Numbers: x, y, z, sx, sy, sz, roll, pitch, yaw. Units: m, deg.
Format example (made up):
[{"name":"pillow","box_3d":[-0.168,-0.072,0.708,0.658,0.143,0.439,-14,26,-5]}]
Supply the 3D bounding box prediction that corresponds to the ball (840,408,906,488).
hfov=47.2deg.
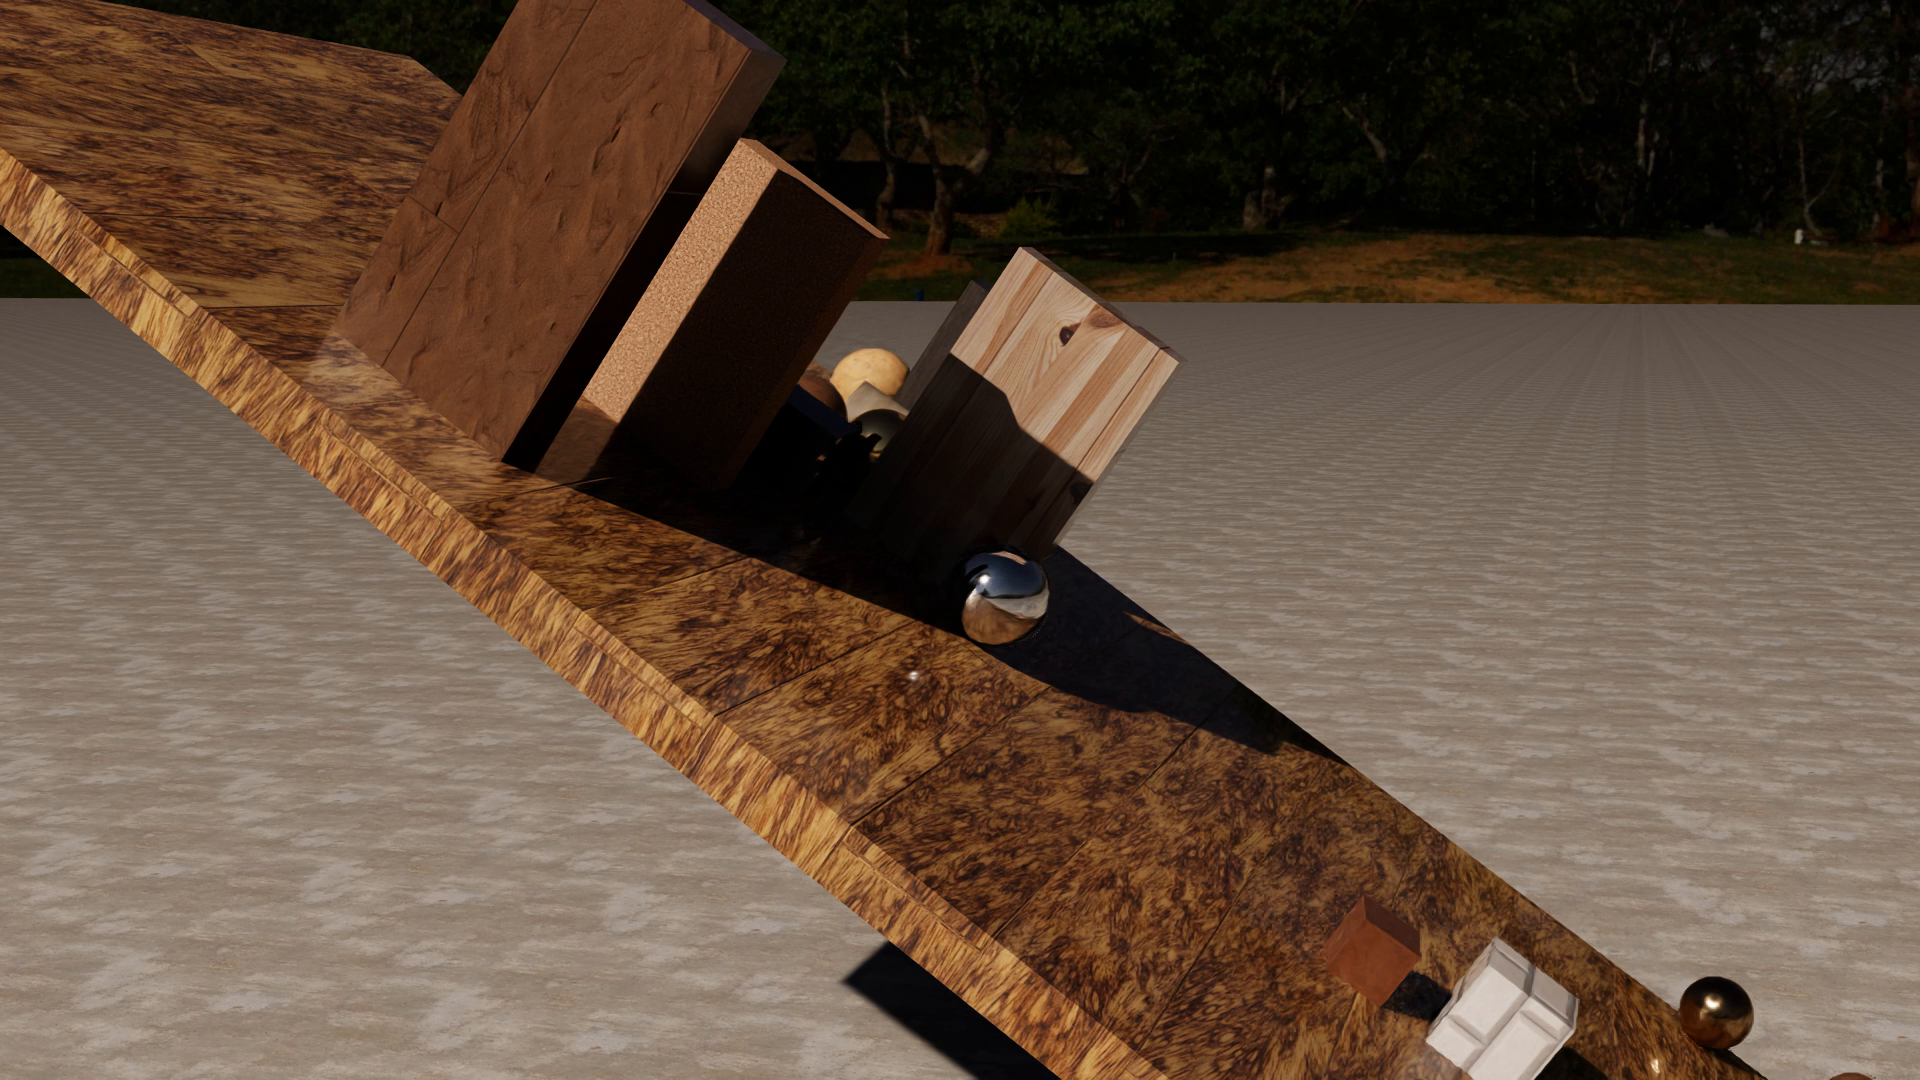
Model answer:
[{"name":"ball","box_3d":[-0.157,-0.178,4.413,0.173,0.173,0.173,0,7,0]}]

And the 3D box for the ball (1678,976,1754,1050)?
[{"name":"ball","box_3d":[1.583,0.990,4.603,0.150,0.150,0.150,0,7,0]}]

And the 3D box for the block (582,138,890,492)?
[{"name":"block","box_3d":[-0.406,-0.399,3.919,0.306,0.545,0.100,37,16,10]}]

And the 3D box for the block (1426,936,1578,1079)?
[{"name":"block","box_3d":[0.919,0.813,3.722,0.172,0.172,0.172,37,16,11]}]

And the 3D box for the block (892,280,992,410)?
[{"name":"block","box_3d":[0.062,-0.258,4.649,0.372,0.447,0.096,37,16,10]}]

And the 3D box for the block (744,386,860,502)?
[{"name":"block","box_3d":[-0.313,-0.185,4.215,0.151,0.151,0.151,36,15,5]}]

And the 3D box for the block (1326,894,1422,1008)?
[{"name":"block","box_3d":[0.700,0.696,3.730,0.113,0.113,0.113,35,15,1]}]

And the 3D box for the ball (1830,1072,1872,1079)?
[{"name":"ball","box_3d":[1.871,1.191,4.602,0.147,0.147,0.147,0,7,0]}]

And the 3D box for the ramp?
[{"name":"ramp","box_3d":[-0.094,0.167,4.084,4.000,0.100,2.000,37,16,10]}]

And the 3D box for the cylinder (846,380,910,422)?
[{"name":"cylinder","box_3d":[-0.176,-0.220,4.581,0.162,0.162,0.162,35,10,3]}]

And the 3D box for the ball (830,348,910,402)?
[{"name":"ball","box_3d":[-0.193,-0.327,4.817,0.189,0.189,0.189,0,7,0]}]

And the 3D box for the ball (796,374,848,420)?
[{"name":"ball","box_3d":[-0.308,-0.245,4.370,0.169,0.169,0.169,0,7,0]}]

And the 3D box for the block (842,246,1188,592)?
[{"name":"block","box_3d":[0.100,-0.195,4.205,0.372,0.623,0.089,37,16,10]}]

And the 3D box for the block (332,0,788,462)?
[{"name":"block","box_3d":[-0.638,-0.542,3.466,0.364,0.759,0.146,37,16,10]}]

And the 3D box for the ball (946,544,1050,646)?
[{"name":"ball","box_3d":[0.070,0.102,4.067,0.190,0.190,0.190,0,7,0]}]
